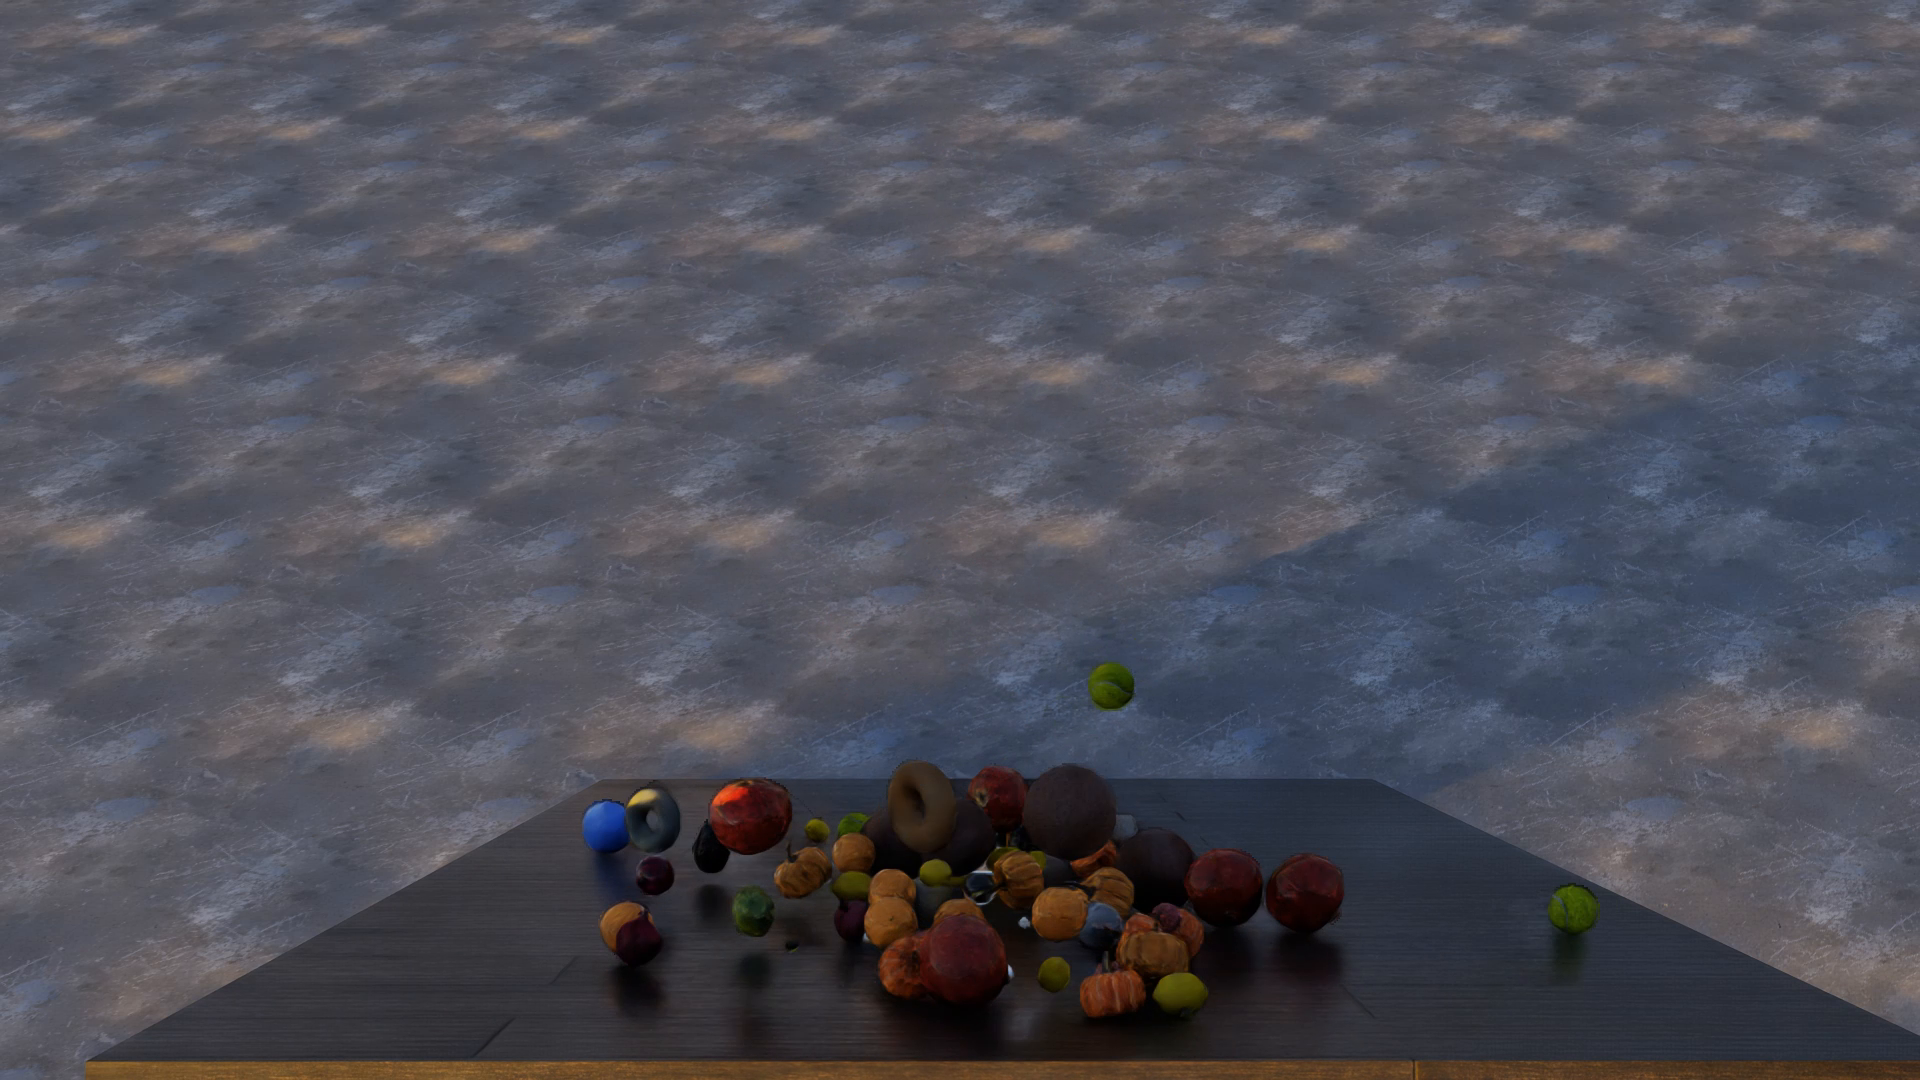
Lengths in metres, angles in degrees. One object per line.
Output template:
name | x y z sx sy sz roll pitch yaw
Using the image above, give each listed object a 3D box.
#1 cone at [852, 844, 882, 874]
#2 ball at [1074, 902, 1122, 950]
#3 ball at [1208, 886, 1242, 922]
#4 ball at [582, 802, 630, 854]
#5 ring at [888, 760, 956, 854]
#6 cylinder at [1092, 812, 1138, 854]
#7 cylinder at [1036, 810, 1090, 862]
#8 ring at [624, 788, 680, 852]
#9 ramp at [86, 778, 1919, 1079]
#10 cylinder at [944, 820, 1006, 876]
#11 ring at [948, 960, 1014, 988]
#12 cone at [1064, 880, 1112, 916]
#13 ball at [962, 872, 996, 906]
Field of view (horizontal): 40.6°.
cone | -0.158 0.572 4.558 0.054 0.054 0.054 -8 28 -12
ball | 0.191 0.533 3.582 0.067 0.067 0.067 0 33 0
ball | 0.397 0.546 3.890 0.051 0.051 0.051 0 33 0
ball | -0.664 0.541 4.880 0.097 0.097 0.097 0 33 0
ring | -0.059 0.413 4.014 0.049 0.146 0.146 0 27 -37
cylinder | 0.290 0.551 4.864 0.068 0.068 0.068 -13 35 -13
cylinder | 0.189 0.541 4.728 0.073 0.073 0.073 -16 22 -23
ring | -0.544 0.497 4.594 0.115 0.115 0.038 21 11 29
ramp | 0.073 0.637 4.746 2.000 0.100 4.000 0 -1 0
cylinder | 0.026 0.537 4.519 0.092 0.092 0.092 0 32 13
ring | 0.026 0.548 3.277 0.083 0.028 0.083 0 -1 0
cone | 0.194 0.555 3.862 0.072 0.072 0.072 0 26 0
ball | 0.030 0.549 4.079 0.053 0.053 0.053 0 33 0
